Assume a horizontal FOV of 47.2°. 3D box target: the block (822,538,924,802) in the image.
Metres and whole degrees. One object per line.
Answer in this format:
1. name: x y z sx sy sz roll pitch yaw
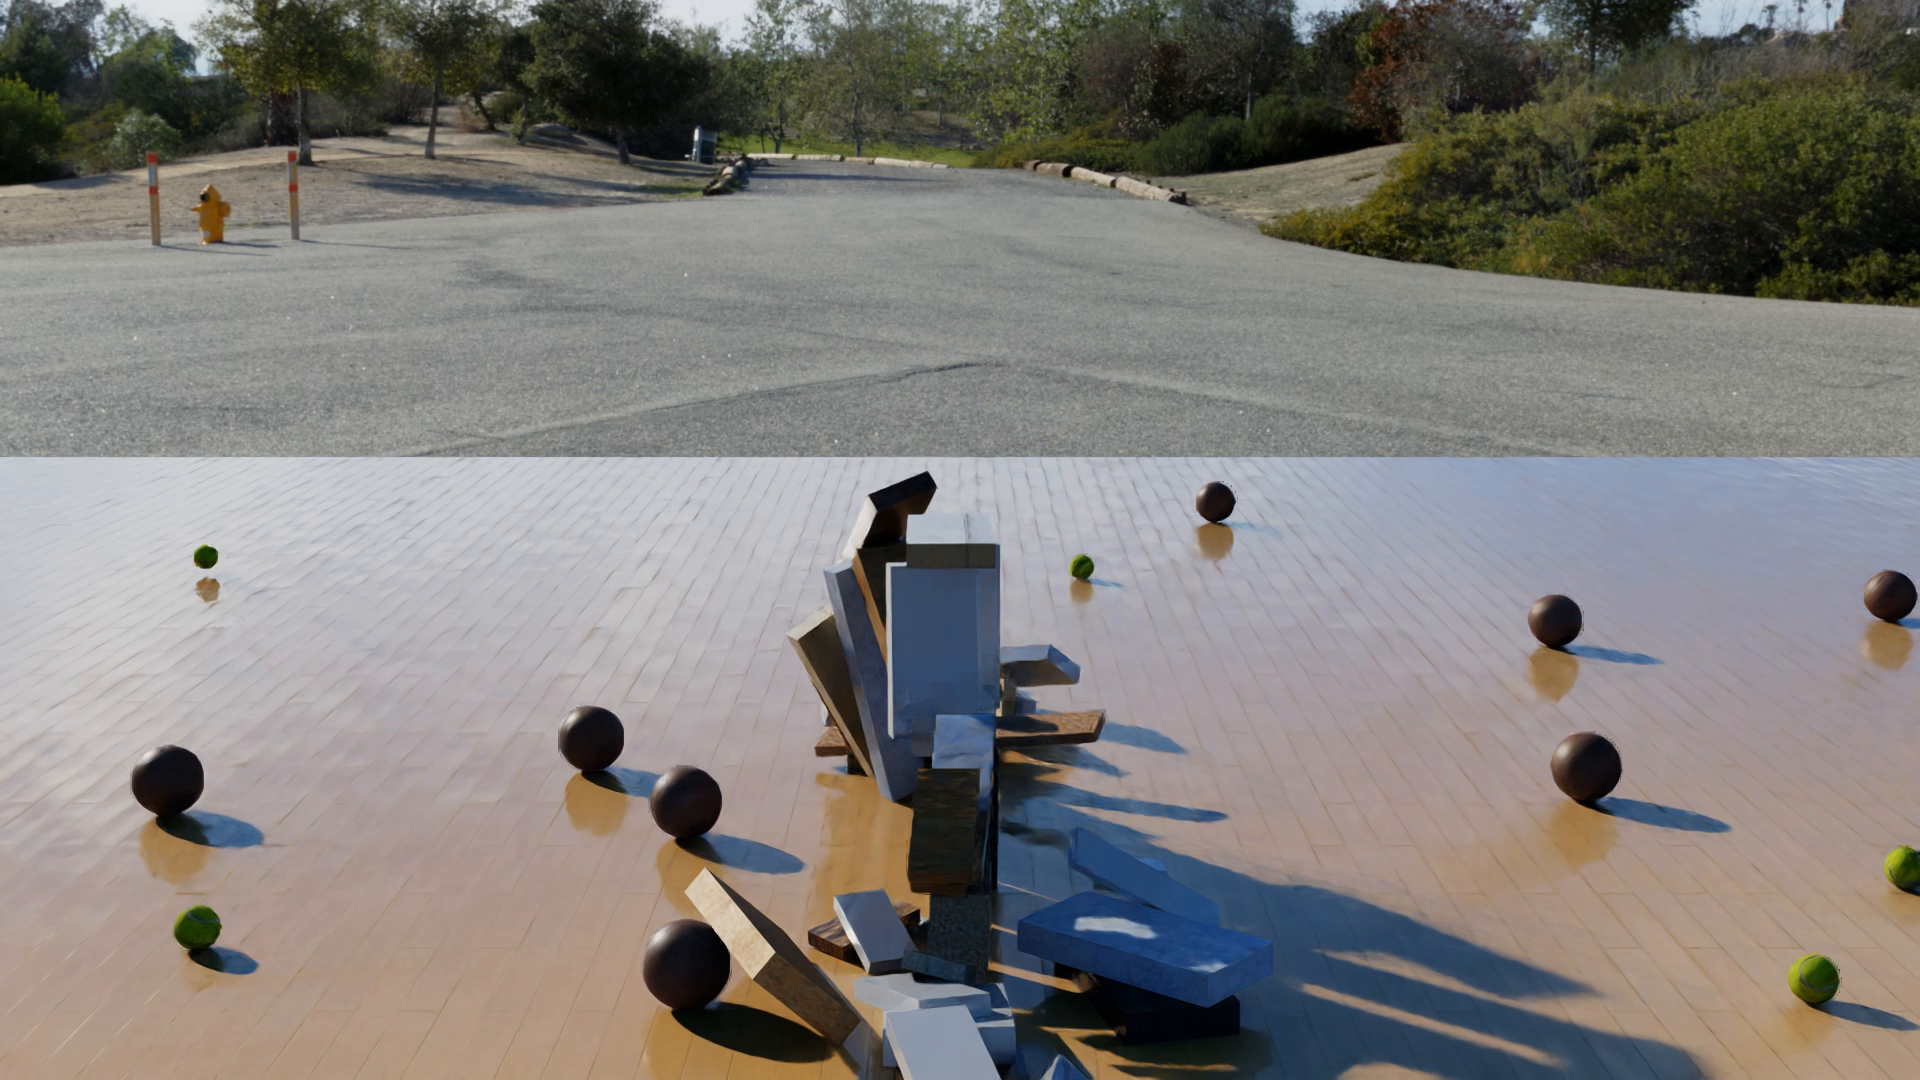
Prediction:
1. block: -0.119 0.246 4.157 0.175 0.469 0.049 -22 20 -27

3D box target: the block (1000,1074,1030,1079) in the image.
1. block: 0.019 0.721 2.566 0.170 0.048 0.339 -1 11 -6

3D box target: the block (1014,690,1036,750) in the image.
1. block: 0.094 0.363 4.596 0.030 0.105 0.210 6 7 -25

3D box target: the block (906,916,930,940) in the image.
1. block: -0.117 0.612 3.504 0.122 0.017 0.061 5 11 23

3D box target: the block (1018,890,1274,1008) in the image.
1. block: 0.270 0.597 3.234 0.339 0.048 0.170 9 14 39

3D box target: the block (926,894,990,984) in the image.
1. block: -0.004 0.603 3.228 0.088 0.025 0.176 1 52 5

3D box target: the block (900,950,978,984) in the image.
1. block: -0.028 0.600 3.089 0.088 0.025 0.176 13 -10 8

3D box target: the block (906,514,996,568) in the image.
1. block: -0.017 0.000 3.632 0.141 0.040 0.283 0 10 -1

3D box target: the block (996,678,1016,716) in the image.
1. block: 0.052 0.341 4.606 0.030 0.105 0.210 6 -5 -27

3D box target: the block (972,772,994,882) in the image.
1. block: -0.004 0.427 3.310 0.091 0.026 0.211 0 39 6

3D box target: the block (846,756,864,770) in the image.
1. block: -0.129 0.425 4.400 0.179 0.025 0.090 -6 15 11

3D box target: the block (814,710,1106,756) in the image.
1. block: -0.005 0.383 4.333 0.589 0.023 0.081 -5 25 21

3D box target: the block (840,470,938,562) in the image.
1. block: -0.138 -0.025 4.107 0.128 0.036 0.285 -23 -19 -25

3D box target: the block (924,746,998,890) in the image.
1. block: 0.001 0.465 3.664 0.123 0.246 0.035 0 19 -2

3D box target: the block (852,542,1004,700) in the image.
1. block: -0.061 0.158 3.961 0.175 0.049 0.349 -7 55 -20

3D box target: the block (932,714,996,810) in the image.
1. block: 0.004 0.340 3.377 0.091 0.026 0.183 -1 39 5

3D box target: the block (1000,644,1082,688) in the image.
1. block: 0.121 0.278 4.809 0.257 0.036 0.128 -6 -30 36

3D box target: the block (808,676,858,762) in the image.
1. block: -0.202 0.324 4.292 0.105 0.210 0.030 -29 30 -5

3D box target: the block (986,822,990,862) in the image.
1. block: 0.000 0.523 3.506 0.095 0.190 0.027 0 -2 2

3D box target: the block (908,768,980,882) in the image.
1. block: -0.023 0.420 3.252 0.091 0.026 0.183 0 50 7

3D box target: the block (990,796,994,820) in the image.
1. block: 0.003 0.409 3.524 0.095 0.027 0.190 0 10 -2

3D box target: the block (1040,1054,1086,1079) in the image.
1. block: 0.143 0.701 2.706 0.104 0.030 0.209 44 4 6

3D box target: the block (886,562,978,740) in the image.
1. block: -0.045 0.177 3.565 0.141 0.283 0.040 -3 8 -14

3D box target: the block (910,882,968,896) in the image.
1. block: -0.020 0.459 3.312 0.082 0.023 0.177 2 39 9

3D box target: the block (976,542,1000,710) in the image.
1. block: -0.003 0.145 3.739 0.141 0.283 0.040 0 8 1

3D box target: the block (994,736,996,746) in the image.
1. block: 0.000 0.435 3.825 0.123 0.246 0.035 0 19 0

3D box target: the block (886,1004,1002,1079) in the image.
1. block: -0.019 0.642 2.707 0.104 0.030 0.209 -3 18 -13

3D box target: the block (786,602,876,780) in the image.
1. block: -0.176 0.273 4.223 0.175 0.349 0.049 -36 26 -18

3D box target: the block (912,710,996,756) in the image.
1. block: -0.008 0.314 3.702 0.123 0.035 0.246 1 11 4

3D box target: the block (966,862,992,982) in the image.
1. block: 0.000 0.572 3.298 0.088 0.176 0.025 1 -14 5

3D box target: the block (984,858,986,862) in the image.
1. block: -0.003 0.547 3.452 0.082 0.165 0.023 1 -9 3

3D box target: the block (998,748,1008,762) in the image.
1. block: 0.036 0.422 4.389 0.090 0.025 0.179 9 24 18

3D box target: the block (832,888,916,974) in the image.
1. block: -0.130 0.602 3.390 0.082 0.023 0.164 -4 31 -23

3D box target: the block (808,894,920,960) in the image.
1. block: -0.150 0.606 3.449 0.164 0.023 0.082 -20 24 -41

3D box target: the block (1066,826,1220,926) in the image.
1. block: 0.283 0.527 3.350 0.300 0.061 0.017 32 -43 -26

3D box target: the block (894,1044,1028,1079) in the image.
1. block: 0.015 0.750 2.677 0.170 0.048 0.541 -1 11 -4

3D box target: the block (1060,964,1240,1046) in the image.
1. block: 0.269 0.646 3.235 0.170 0.048 0.339 -3 11 -14

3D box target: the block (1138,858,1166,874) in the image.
1. block: 0.290 0.564 3.763 0.122 0.017 0.061 0 11 2

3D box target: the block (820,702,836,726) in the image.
1. block: -0.188 0.273 4.365 0.128 0.256 0.036 -2 48 -21

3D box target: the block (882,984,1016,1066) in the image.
1. block: -0.018 0.655 2.983 0.170 0.048 0.339 -1 -2 -2

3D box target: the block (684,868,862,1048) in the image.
1. block: -0.277 0.601 3.195 0.170 0.048 0.376 43 -7 -22

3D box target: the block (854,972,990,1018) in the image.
1. block: -0.053 0.616 2.967 0.104 0.030 0.209 0 -2 -26
